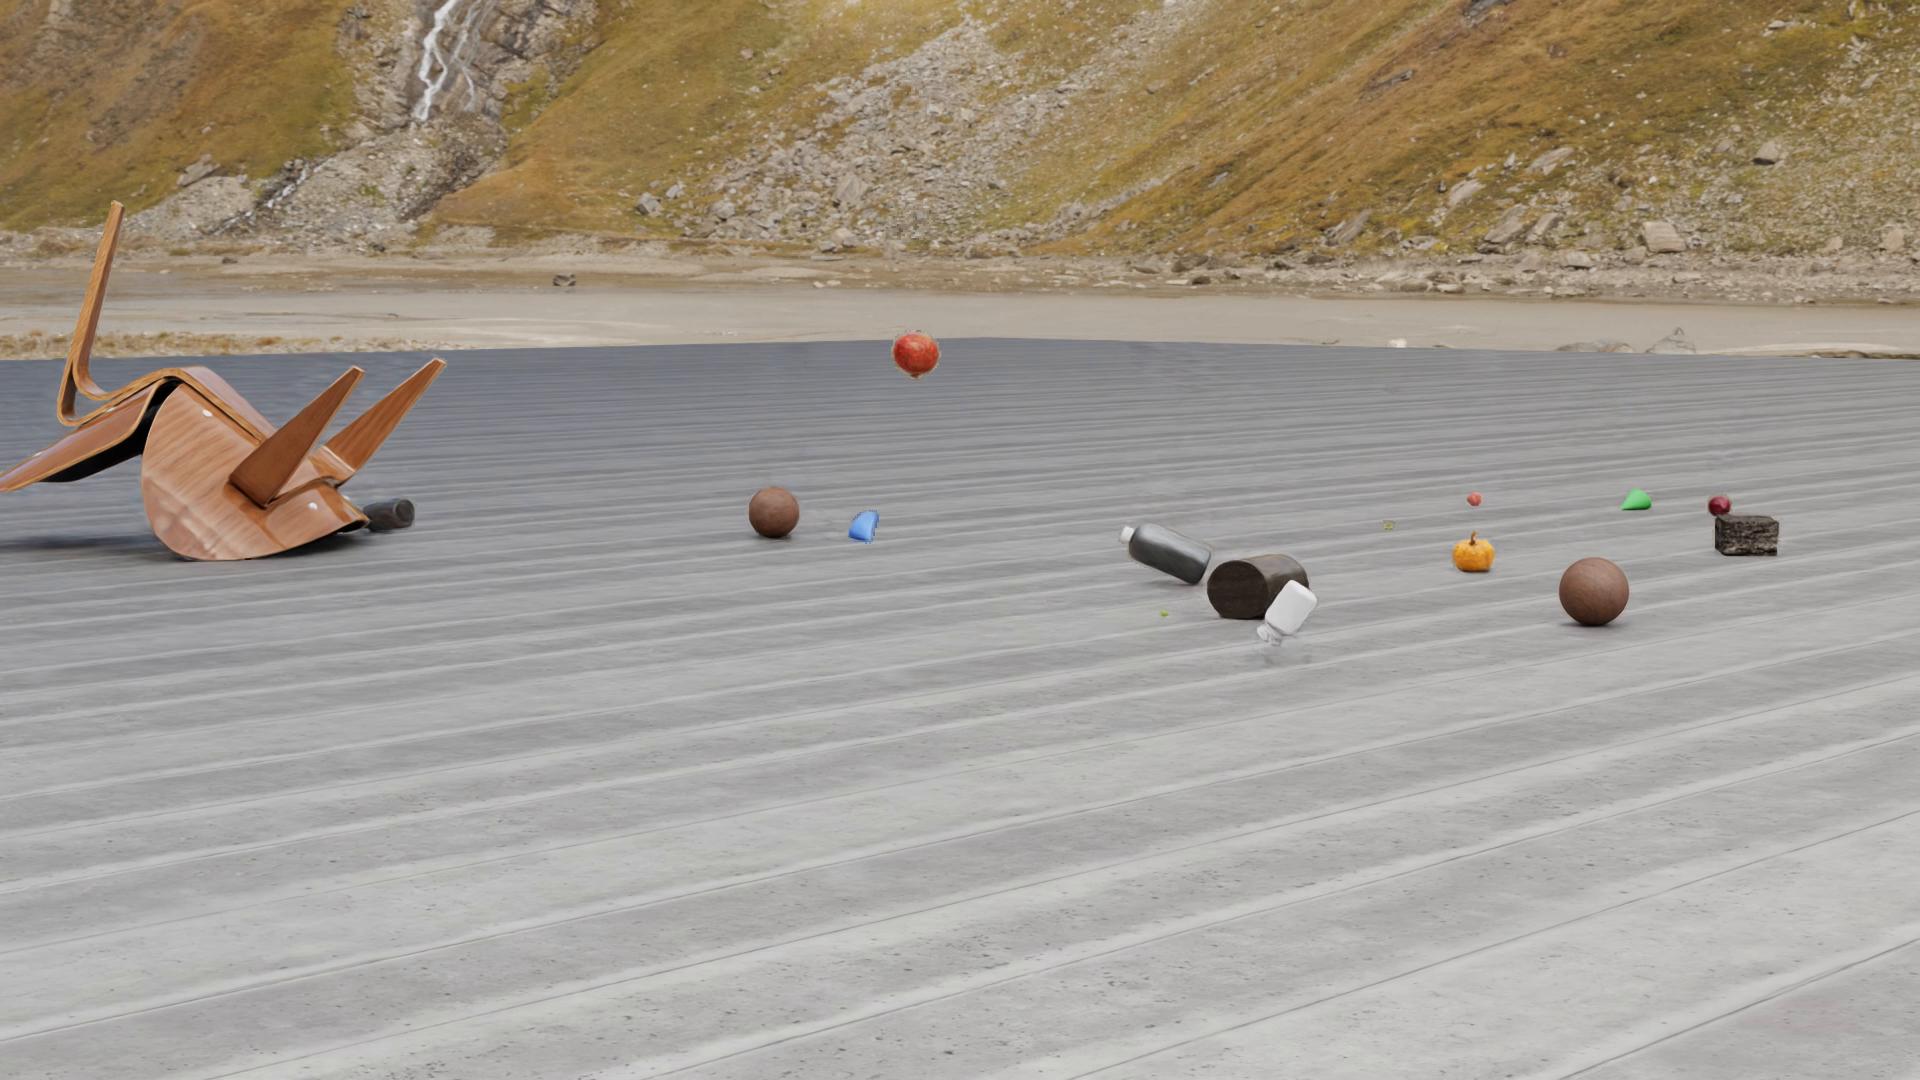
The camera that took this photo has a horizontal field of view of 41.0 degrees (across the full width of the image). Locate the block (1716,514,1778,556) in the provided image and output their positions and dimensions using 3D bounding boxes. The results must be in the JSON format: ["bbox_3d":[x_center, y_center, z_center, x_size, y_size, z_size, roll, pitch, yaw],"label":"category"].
[{"bbox_3d":[1.877,-0.011,6.125,0.122,0.081,0.168,1,6,10],"label":"block"}]

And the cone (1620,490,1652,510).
[{"bbox_3d":[1.891,-0.100,7.241,0.076,0.062,0.100,-25,19,-16],"label":"cone"}]
